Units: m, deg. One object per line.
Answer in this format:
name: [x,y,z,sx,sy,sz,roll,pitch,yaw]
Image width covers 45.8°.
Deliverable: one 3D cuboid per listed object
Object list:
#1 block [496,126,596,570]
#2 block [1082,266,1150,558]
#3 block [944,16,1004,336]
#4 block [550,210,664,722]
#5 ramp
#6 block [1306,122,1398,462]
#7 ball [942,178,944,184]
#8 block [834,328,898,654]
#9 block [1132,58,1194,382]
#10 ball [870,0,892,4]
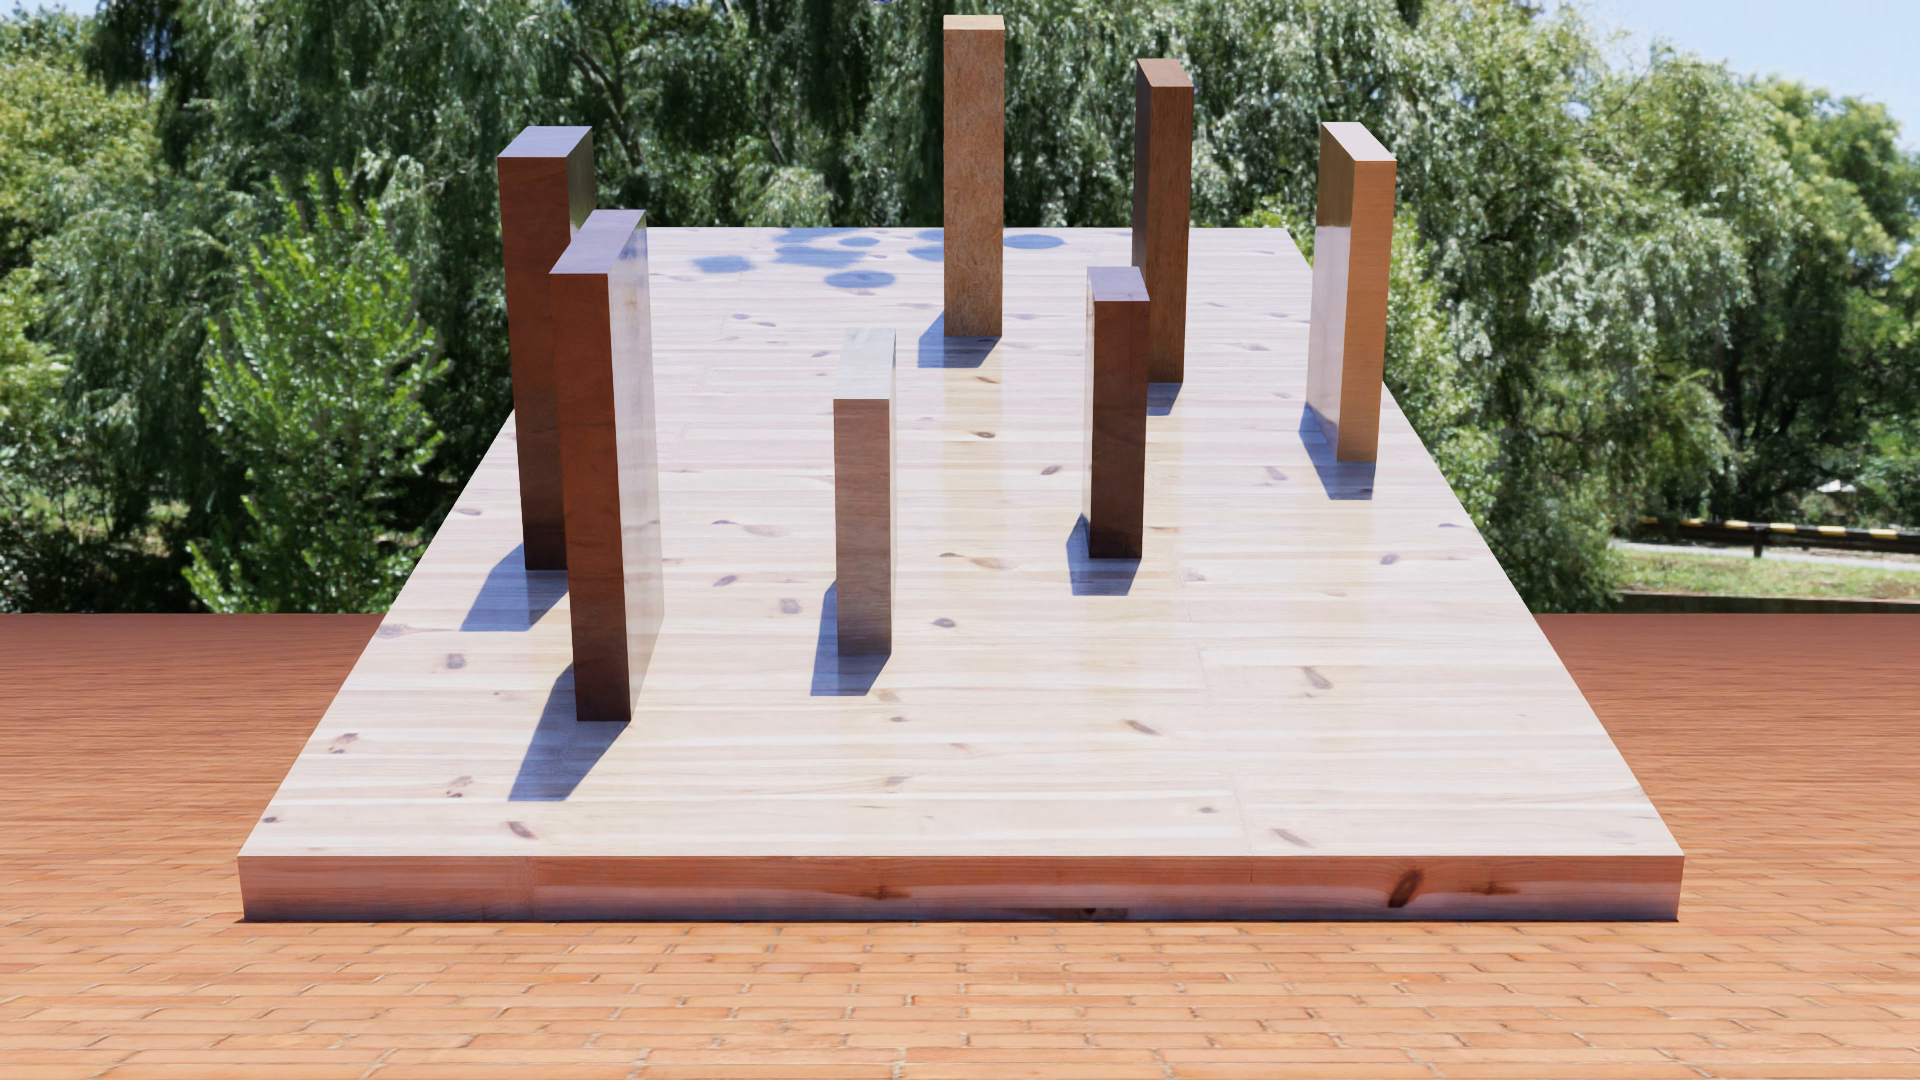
block: [-0.738,-0.353,4.174,0.119,0.761,0.300,0,20,0]
block: [0.290,-0.242,4.266,0.098,0.492,0.264,0,20,0]
block: [0.033,-0.914,5.701,0.147,0.759,0.266,0,20,0]
block: [-0.556,-0.129,3.631,0.085,0.715,0.441,0,20,0]
ramp: [-0.005,-0.209,5.029,2.000,0.100,4.000,0,20,0]
block: [0.833,-0.539,4.867,0.084,0.635,0.444,0,20,0]
ball: [0.014,-1.070,6.768,0.131,0.131,0.131,0,-2,0]
block: [-0.160,-0.094,3.930,0.090,0.445,0.442,0,20,0]
block: [0.476,-0.766,5.401,0.096,0.689,0.423,0,20,0]
ball: [-0.232,-1.648,6.706,0.126,0.126,0.126,0,-2,0]
